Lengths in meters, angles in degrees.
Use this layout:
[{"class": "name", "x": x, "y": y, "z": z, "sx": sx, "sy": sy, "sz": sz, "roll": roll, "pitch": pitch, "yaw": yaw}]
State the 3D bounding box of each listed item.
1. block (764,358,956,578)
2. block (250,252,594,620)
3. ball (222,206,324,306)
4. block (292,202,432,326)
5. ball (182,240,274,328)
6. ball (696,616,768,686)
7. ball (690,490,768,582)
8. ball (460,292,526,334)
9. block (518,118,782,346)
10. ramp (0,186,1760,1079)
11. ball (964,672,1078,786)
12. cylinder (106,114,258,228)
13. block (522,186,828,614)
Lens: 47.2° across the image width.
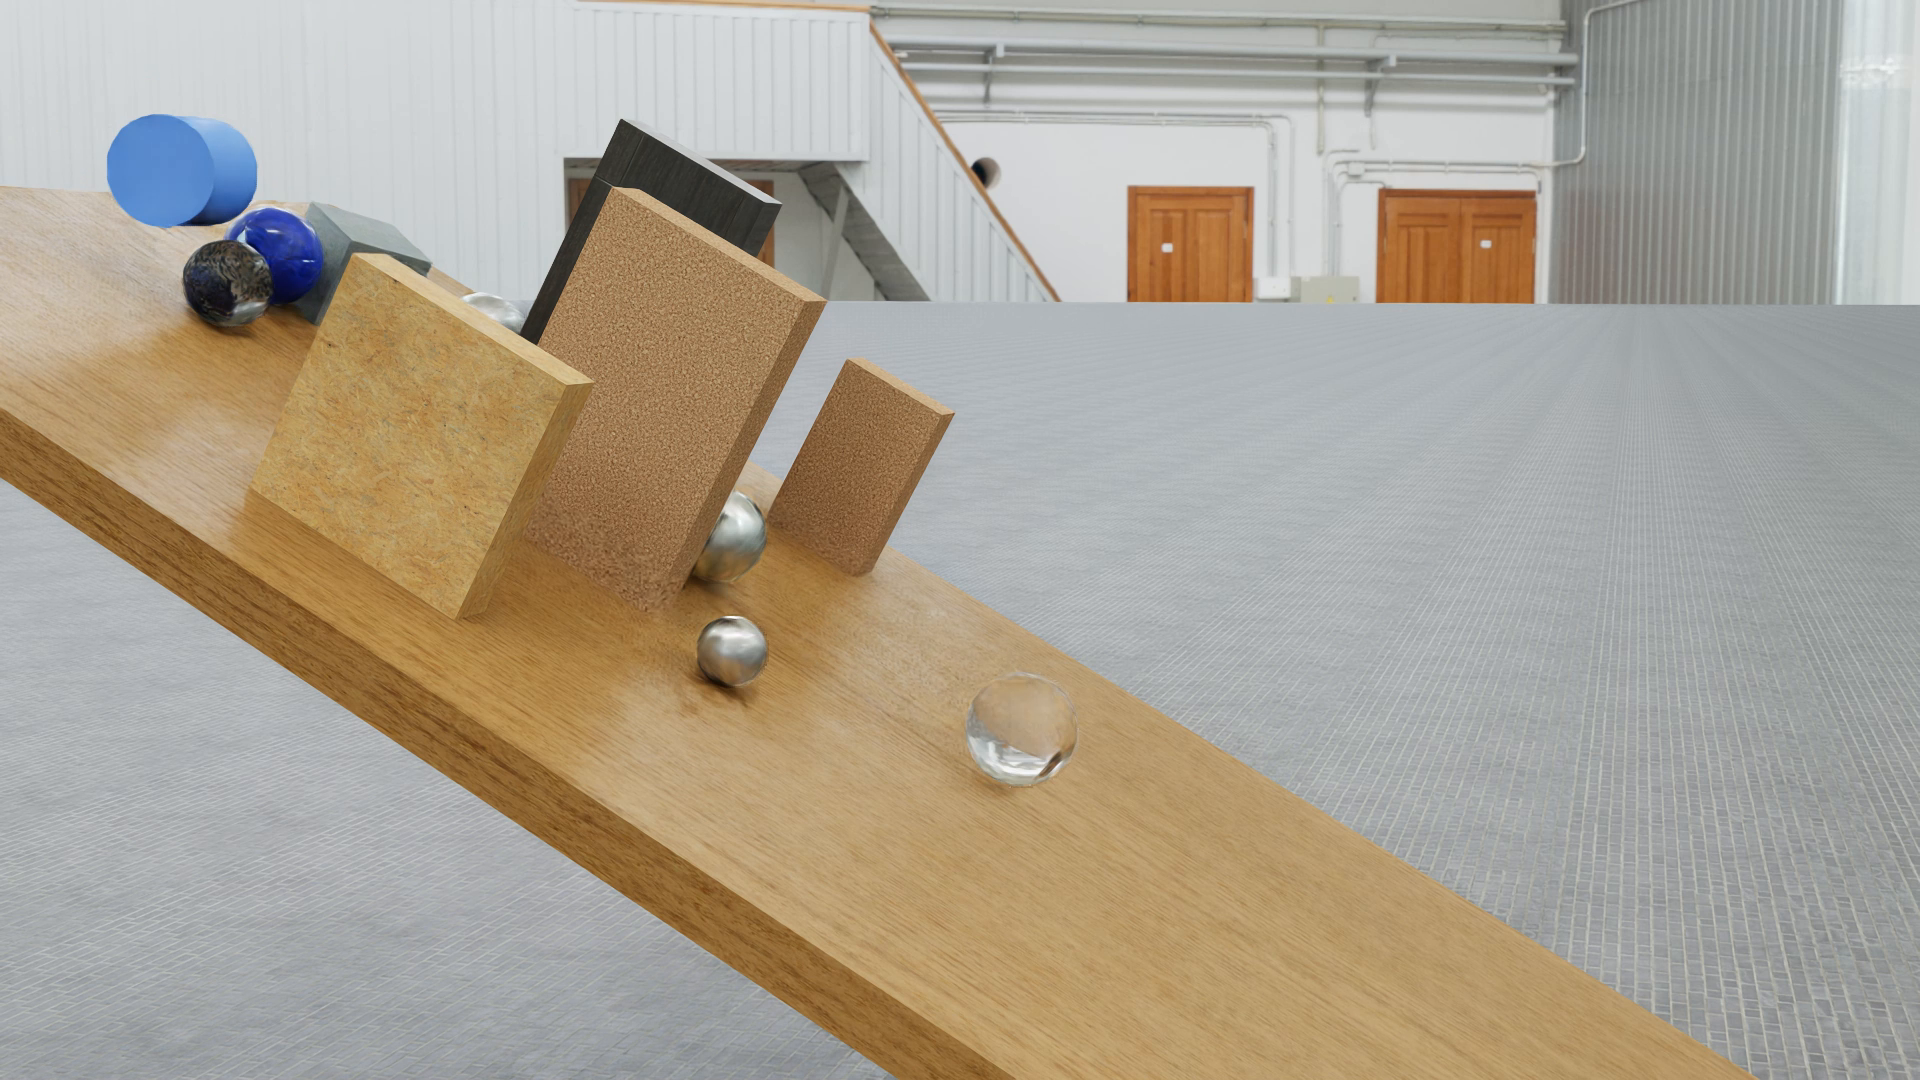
[{"class": "block", "x": -0.220, "y": -0.160, "z": 4.812, "sx": 0.245, "sy": 0.408, "sz": 0.099, "roll": 31, "pitch": 14, "yaw": 11}, {"class": "block", "x": -0.875, "y": -0.170, "z": 3.561, "sx": 0.425, "sy": 0.434, "sz": 0.098, "roll": 31, "pitch": 14, "yaw": 11}, {"class": "ball", "x": -1.398, "y": -0.576, "z": 4.467, "sx": 0.201, "sy": 0.201, "sz": 0.201, "roll": 0, "pitch": 7, "yaw": 0}, {"class": "block", "x": -1.282, "y": -0.563, "z": 4.647, "sx": 0.199, "sy": 0.199, "sz": 0.199, "roll": 12, "pitch": 21, "yaw": -48}, {"class": "ball", "x": -1.408, "y": -0.494, "z": 4.231, "sx": 0.168, "sy": 0.168, "sz": 0.168, "roll": 0, "pitch": 7, "yaw": 0}, {"class": "ball", "x": -0.398, "y": 0.193, "z": 3.827, "sx": 0.124, "sy": 0.124, "sz": 0.124, "roll": 0, "pitch": 7, "yaw": 0}, {"class": "ball", "x": -0.468, "y": -0.010, "z": 4.274, "sx": 0.186, "sy": 0.186, "sz": 0.186, "roll": 0, "pitch": 7, "yaw": 0}, {"class": "ball", "x": -1.011, "y": -0.420, "z": 4.650, "sx": 0.204, "sy": 0.204, "sz": 0.204, "roll": 0, "pitch": 7, "yaw": 0}, {"class": "block", "x": -0.674, "y": -0.474, "z": 4.506, "sx": 0.353, "sy": 0.675, "sz": 0.096, "roll": 31, "pitch": 14, "yaw": 11}, {"class": "ramp", "x": -0.205, "y": 0.339, "z": 4.139, "sx": 4.000, "sy": 0.100, "sz": 2.000, "roll": 31, "pitch": 14, "yaw": 11}, {"class": "ball", "x": 0.114, "y": 0.350, "z": 4.067, "sx": 0.210, "sy": 0.210, "sz": 0.210, "roll": 0, "pitch": 7, "yaw": 0}, {"class": "cylinder", "x": -1.485, "y": -0.705, "z": 4.207, "sx": 0.208, "sy": 0.208, "sz": 0.208, "roll": 1, "pitch": 9, "yaw": 4}, {"class": "block", "x": -0.574, "y": -0.251, "z": 3.983, "sx": 0.416, "sy": 0.644, "sz": 0.110, "roll": 31, "pitch": 14, "yaw": 11}]
